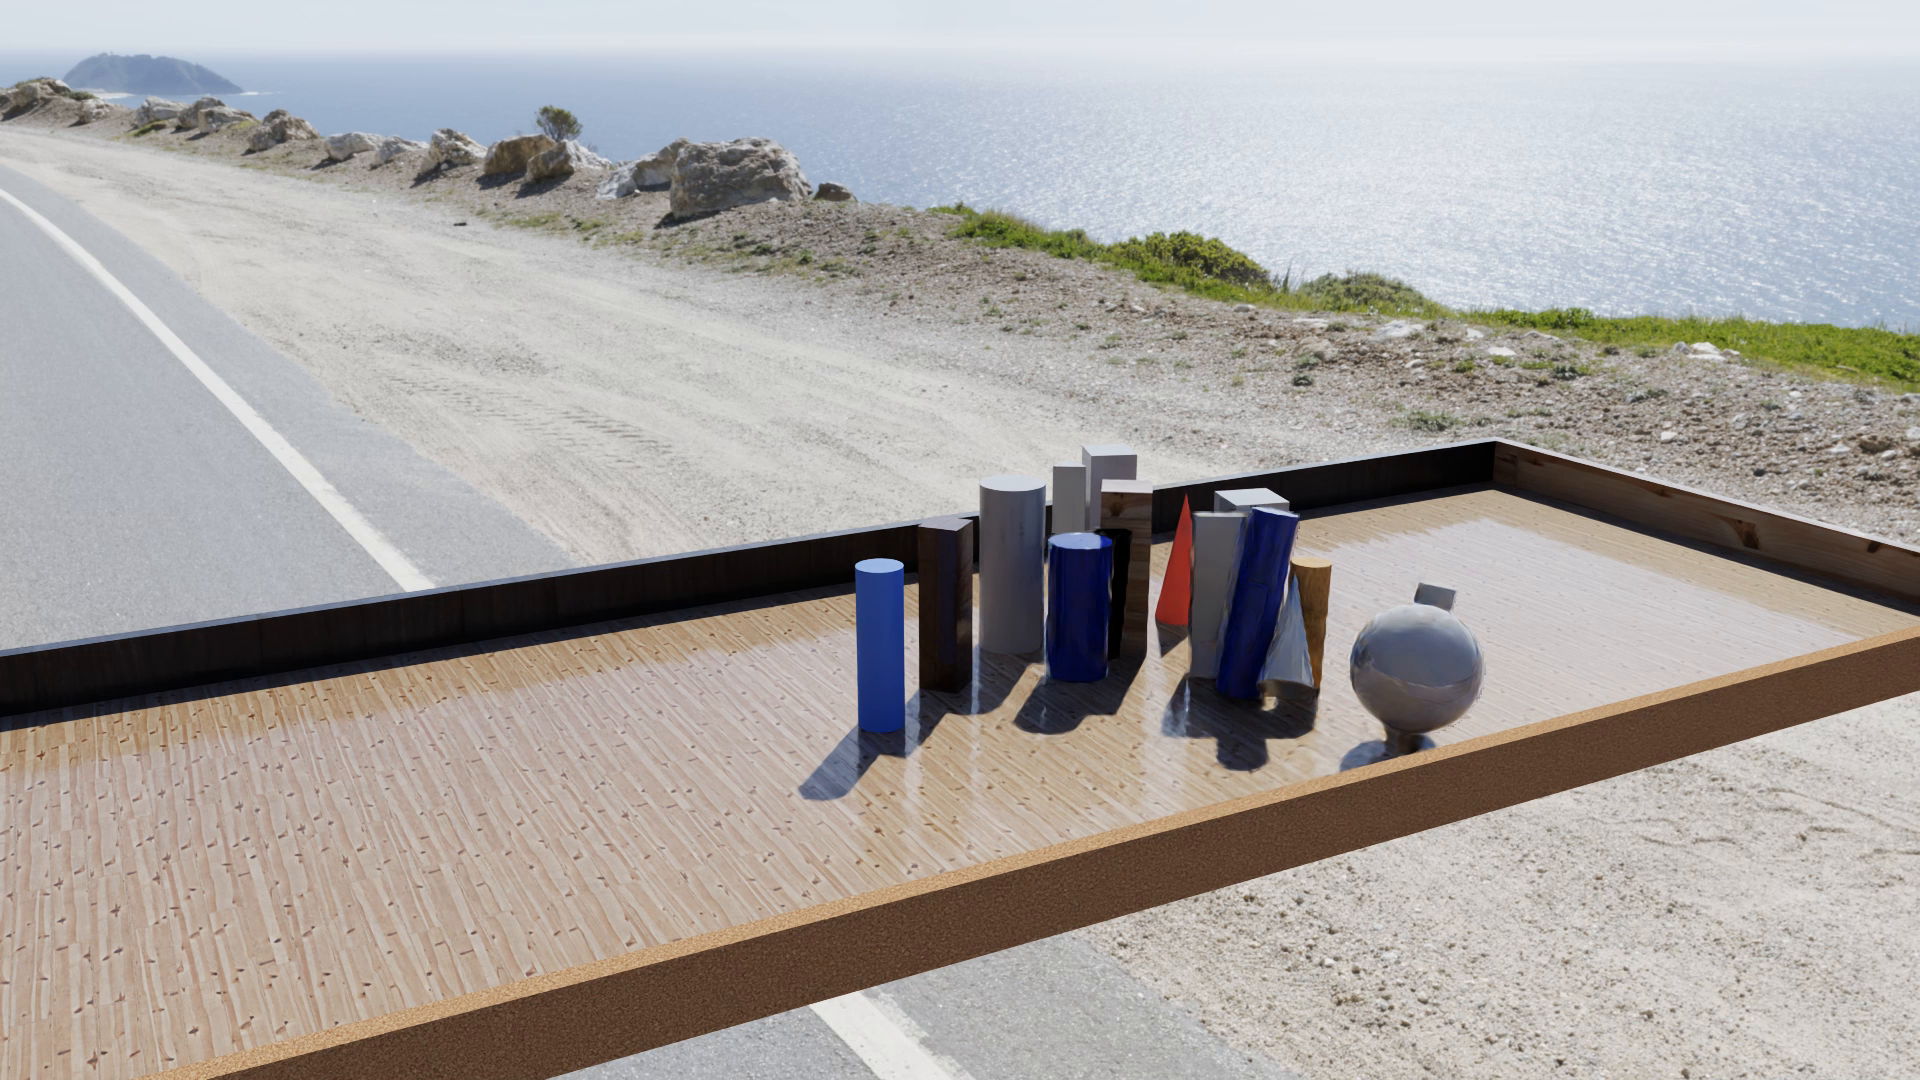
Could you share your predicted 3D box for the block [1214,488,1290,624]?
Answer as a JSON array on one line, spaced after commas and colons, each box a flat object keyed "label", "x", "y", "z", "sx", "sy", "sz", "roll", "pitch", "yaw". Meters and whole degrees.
[{"label": "block", "x": 0.757, "y": 0.084, "z": 4.342, "sx": 0.146, "sy": 0.410, "sz": 0.146, "roll": -4, "pitch": 17, "yaw": -13}]

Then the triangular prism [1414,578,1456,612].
[{"label": "triangular prism", "x": 1.075, "y": 0.251, "z": 3.925, "sx": 0.097, "sy": 0.316, "sz": 0.084, "roll": 11, "pitch": 10, "yaw": -13}]

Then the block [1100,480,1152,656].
[{"label": "block", "x": 0.432, "y": 0.071, "z": 4.331, "sx": 0.130, "sy": 0.439, "sz": 0.130, "roll": 2, "pitch": 16, "yaw": 6}]

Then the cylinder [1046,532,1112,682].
[{"label": "cylinder", "x": 0.299, "y": 0.169, "z": 4.158, "sx": 0.158, "sy": 0.347, "sz": 0.158, "roll": 0, "pitch": 15, "yaw": 0}]

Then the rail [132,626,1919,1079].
[{"label": "rail", "x": -2.336, "y": 1.006, "z": 1.665, "sx": 12.000, "sy": 0.150, "sz": 0.050, "roll": -9, "pitch": 18, "yaw": -27}]

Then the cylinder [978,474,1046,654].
[{"label": "cylinder", "x": 0.137, "y": 0.064, "z": 4.352, "sx": 0.174, "sy": 0.443, "sz": 0.174, "roll": 0, "pitch": 16, "yaw": 0}]

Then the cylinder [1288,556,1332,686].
[{"label": "cylinder", "x": 0.860, "y": 0.204, "z": 4.103, "sx": 0.101, "sy": 0.311, "sz": 0.101, "roll": 2, "pitch": 15, "yaw": 0}]

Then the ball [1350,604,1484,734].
[{"label": "ball", "x": 1.029, "y": 0.289, "z": 3.725, "sx": 0.293, "sy": 0.293, "sz": 0.293, "roll": 0, "pitch": 16, "yaw": 0}]

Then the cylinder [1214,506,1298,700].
[{"label": "cylinder", "x": 0.719, "y": 0.154, "z": 4.001, "sx": 0.115, "sy": 0.455, "sz": 0.115, "roll": 10, "pitch": 8, "yaw": -1}]

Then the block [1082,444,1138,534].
[{"label": "block", "x": 0.431, "y": -0.060, "z": 4.818, "sx": 0.133, "sy": 0.417, "sz": 0.133, "roll": -2, "pitch": 17, "yaw": -7}]

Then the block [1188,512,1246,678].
[{"label": "block", "x": 0.643, "y": 0.137, "z": 4.143, "sx": 0.123, "sy": 0.404, "sz": 0.123, "roll": 1, "pitch": 6, "yaw": 4}]

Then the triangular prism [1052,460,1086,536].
[{"label": "triangular prism", "x": 0.303, "y": -0.008, "z": 4.623, "sx": 0.090, "sy": 0.428, "sz": 0.078, "roll": 1, "pitch": 16, "yaw": 4}]

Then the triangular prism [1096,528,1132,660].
[{"label": "triangular prism", "x": 0.370, "y": 0.139, "z": 4.257, "sx": 0.080, "sy": 0.339, "sz": 0.093, "roll": 13, "pitch": 17, "yaw": 31}]

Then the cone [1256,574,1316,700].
[{"label": "cone", "x": 0.798, "y": 0.217, "z": 3.981, "sx": 0.141, "sy": 0.305, "sz": 0.141, "roll": 9, "pitch": -22, "yaw": 4}]

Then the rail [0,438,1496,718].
[{"label": "rail", "x": -3.305, "y": 0.497, "z": 3.399, "sx": 12.000, "sy": 0.150, "sz": 0.050, "roll": -9, "pitch": 18, "yaw": -27}]

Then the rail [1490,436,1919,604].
[{"label": "rail", "x": 2.466, "y": -0.048, "z": 5.253, "sx": 0.050, "sy": 0.150, "sz": 2.100, "roll": -9, "pitch": 18, "yaw": -27}]

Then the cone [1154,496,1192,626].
[{"label": "cone", "x": 0.620, "y": 0.042, "z": 4.571, "sx": 0.150, "sy": 0.360, "sz": 0.150, "roll": 0, "pitch": 16, "yaw": 0}]

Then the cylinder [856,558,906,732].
[{"label": "cylinder", "x": -0.185, "y": 0.245, "z": 3.830, "sx": 0.111, "sy": 0.389, "sz": 0.111, "roll": 0, "pitch": 16, "yaw": 0}]

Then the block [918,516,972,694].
[{"label": "block", "x": -0.035, "y": 0.160, "z": 4.068, "sx": 0.102, "sy": 0.418, "sz": 0.102, "roll": 7, "pitch": 18, "yaw": 22}]
